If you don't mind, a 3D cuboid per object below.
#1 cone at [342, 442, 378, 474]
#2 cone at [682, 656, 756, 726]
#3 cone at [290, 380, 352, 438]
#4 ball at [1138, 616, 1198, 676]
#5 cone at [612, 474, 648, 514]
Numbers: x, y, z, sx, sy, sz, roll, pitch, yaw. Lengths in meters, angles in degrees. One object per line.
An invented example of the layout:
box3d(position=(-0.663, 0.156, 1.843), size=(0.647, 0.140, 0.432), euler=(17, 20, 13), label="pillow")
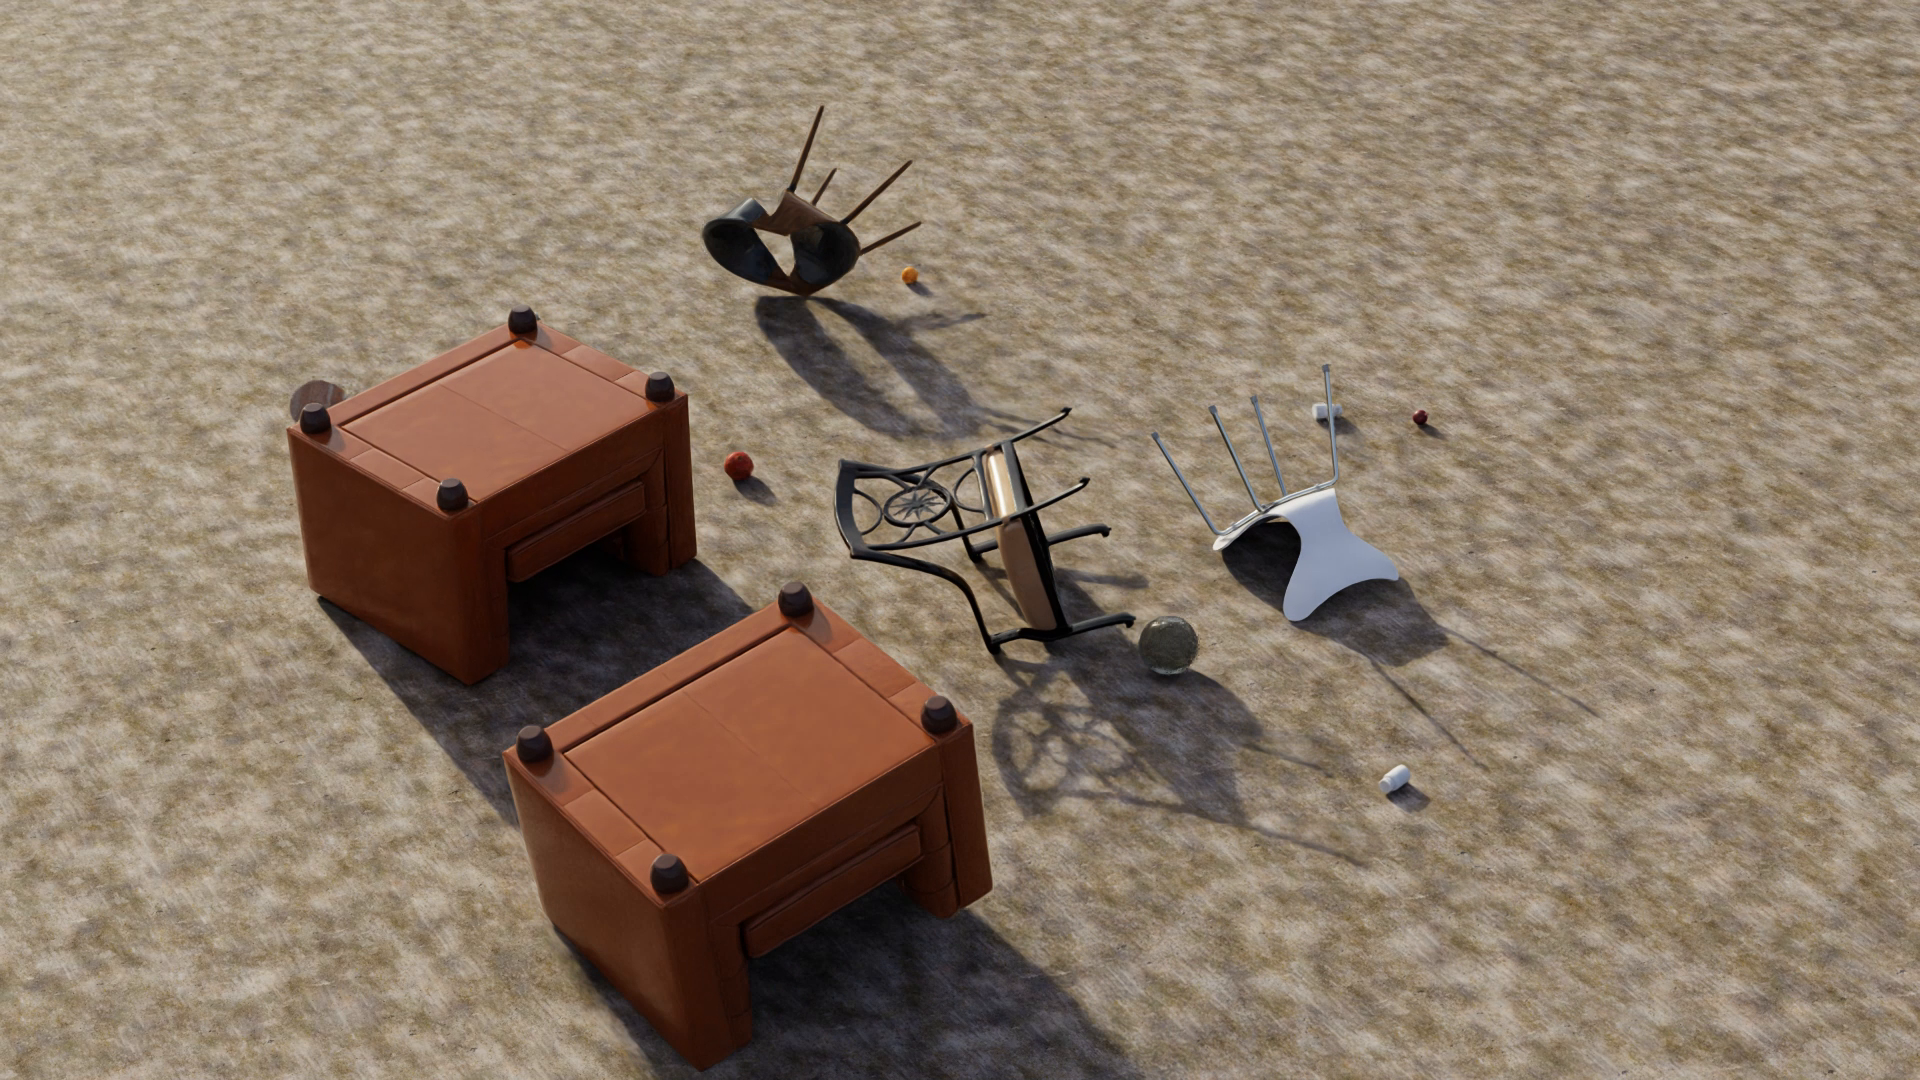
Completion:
box3d(position=(-2.353, -0.326, 11.385), size=(0.146, 0.110, 0.156), euler=(31, -8, -28), label="cone")
box3d(position=(-0.840, 0.495, 10.093), size=(0.256, 0.234, 0.263), euler=(27, 3, -12), label="cone")
box3d(position=(-2.549, -0.501, 11.620), size=(0.250, 0.236, 0.144), euler=(13, -17, -23), label="cone")
box3d(position=(0.726, 0.366, 10.200), size=(0.209, 0.209, 0.209), euler=(0, 33, 0), label="ball")
box3d(position=(-1.214, -0.151, 11.108), size=(0.156, 0.187, 0.136), euler=(-37, 76, 11), label="cone")
